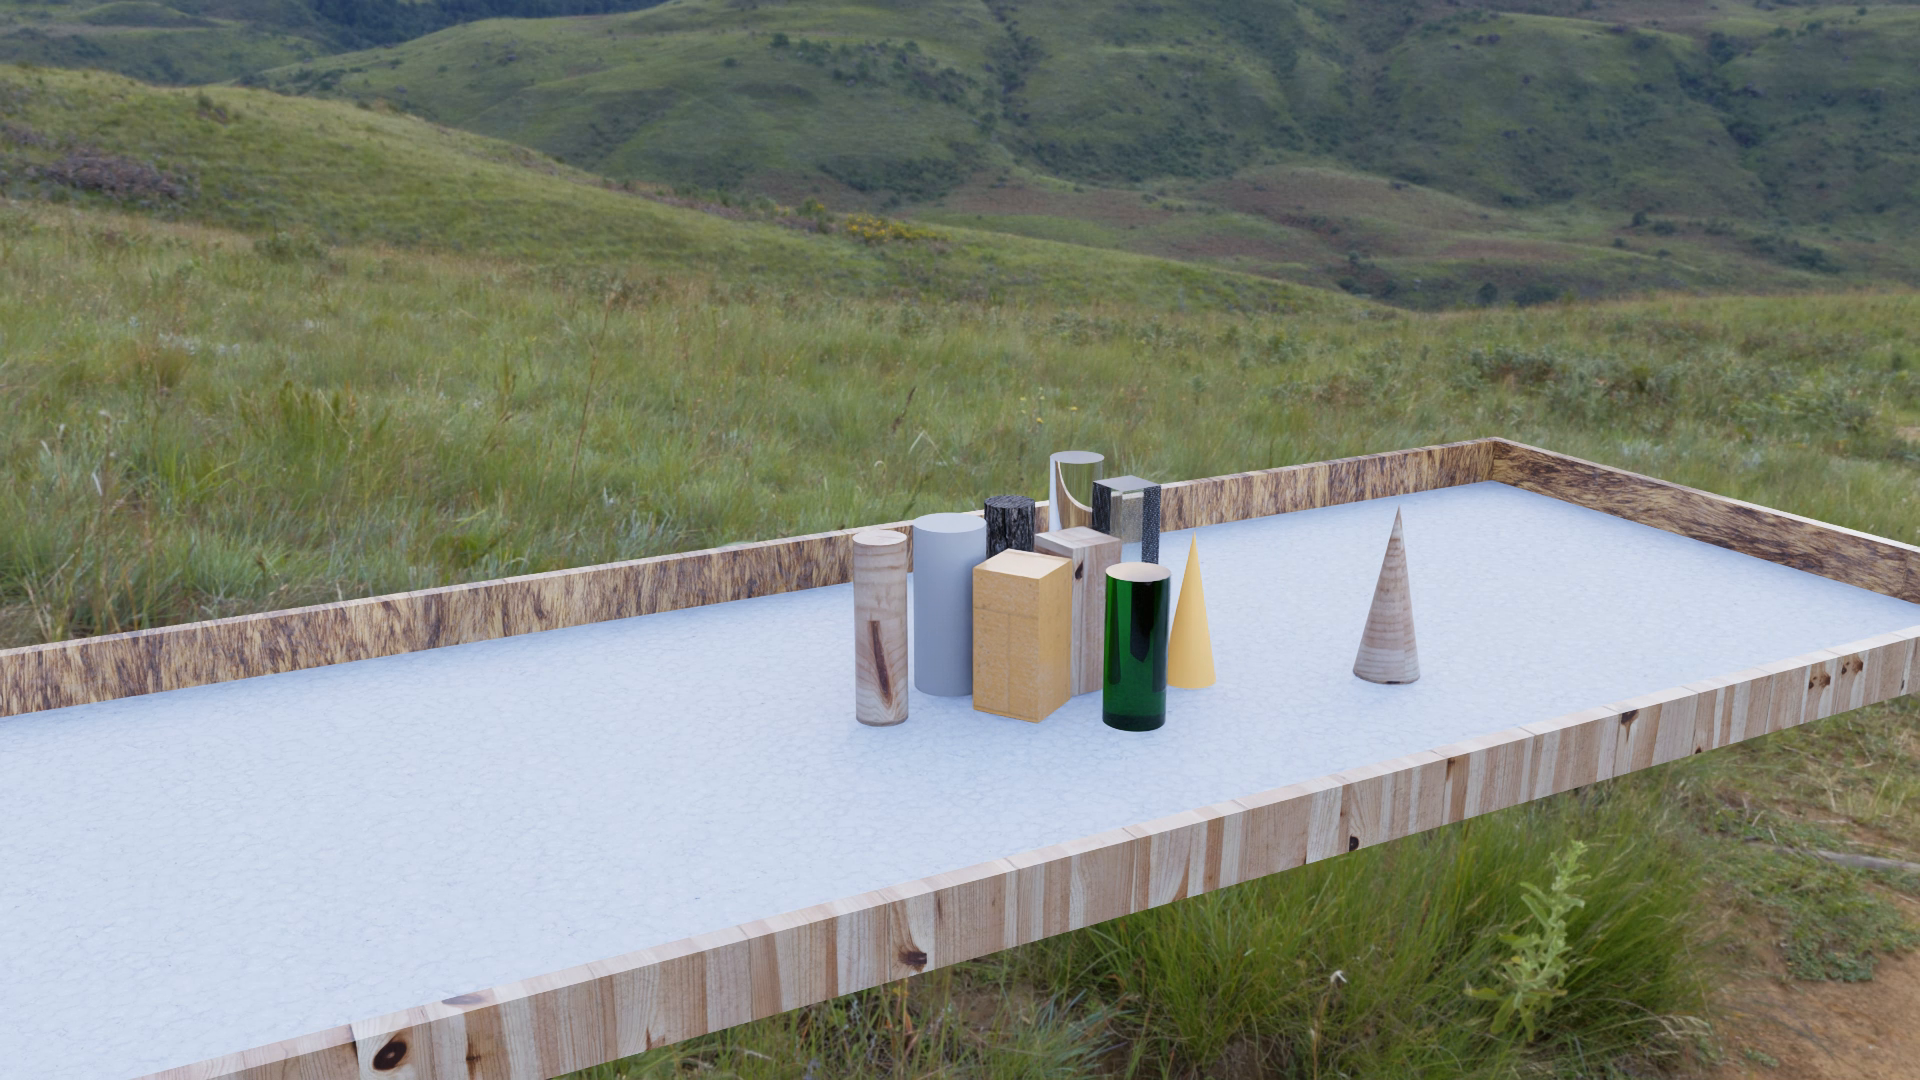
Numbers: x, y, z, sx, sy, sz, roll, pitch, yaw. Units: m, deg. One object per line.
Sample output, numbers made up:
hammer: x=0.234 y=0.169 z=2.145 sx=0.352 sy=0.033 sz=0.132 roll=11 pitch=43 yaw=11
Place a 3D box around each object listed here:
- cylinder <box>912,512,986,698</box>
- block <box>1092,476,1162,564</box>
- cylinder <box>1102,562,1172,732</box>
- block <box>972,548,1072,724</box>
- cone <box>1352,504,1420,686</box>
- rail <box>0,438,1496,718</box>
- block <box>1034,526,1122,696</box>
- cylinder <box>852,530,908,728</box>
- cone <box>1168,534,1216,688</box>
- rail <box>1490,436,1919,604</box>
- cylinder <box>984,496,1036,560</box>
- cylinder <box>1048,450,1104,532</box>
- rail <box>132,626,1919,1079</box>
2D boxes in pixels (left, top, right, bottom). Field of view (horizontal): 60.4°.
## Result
cylinder: x=-0.025 y=0.159 z=4.071 sx=0.180 sy=0.419 sz=0.180 roll=0 pitch=16 yaw=0
block: x=0.433 y=0.066 z=4.343 sx=0.126 sy=0.444 sz=0.126 roll=-10 pitch=19 yaw=-31
cylinder: x=0.412 y=0.249 z=3.857 sx=0.151 sy=0.367 sz=0.151 roll=0 pitch=16 yaw=0
block: x=0.150 y=0.227 z=3.944 sx=0.174 sy=0.359 sz=0.174 roll=9 pitch=19 yaw=29
cone: x=1.086 y=0.123 z=4.138 sx=0.168 sy=0.449 sz=0.168 roll=0 pitch=16 yaw=0
rail: x=-3.305 y=0.497 z=3.399 sx=12.000 sy=0.150 sz=0.050 roll=-9 pitch=18 yaw=-27
block: x=0.286 y=0.175 z=4.082 sx=0.152 sy=0.378 sz=0.152 roll=-10 pitch=19 yaw=-33
cylinder: x=-0.185 y=0.207 z=3.861 sx=0.125 sy=0.444 sz=0.125 roll=0 pitch=16 yaw=0
cone: x=0.576 y=0.163 z=4.109 sx=0.139 sy=0.390 sz=0.139 roll=0 pitch=16 yaw=0
rail: x=2.466 y=-0.048 z=5.253 sx=0.050 sy=0.150 sz=2.100 roll=-9 pitch=18 yaw=-27
cylinder: x=0.129 y=0.092 z=4.334 sx=0.133 sy=0.399 sz=0.133 roll=0 pitch=16 yaw=0
cylinder: x=0.319 y=-0.006 z=4.564 sx=0.149 sy=0.458 sz=0.149 roll=0 pitch=16 yaw=0
rail: x=-2.336 y=1.006 z=1.665 sx=12.000 sy=0.150 sz=0.050 roll=-9 pitch=18 yaw=-27
